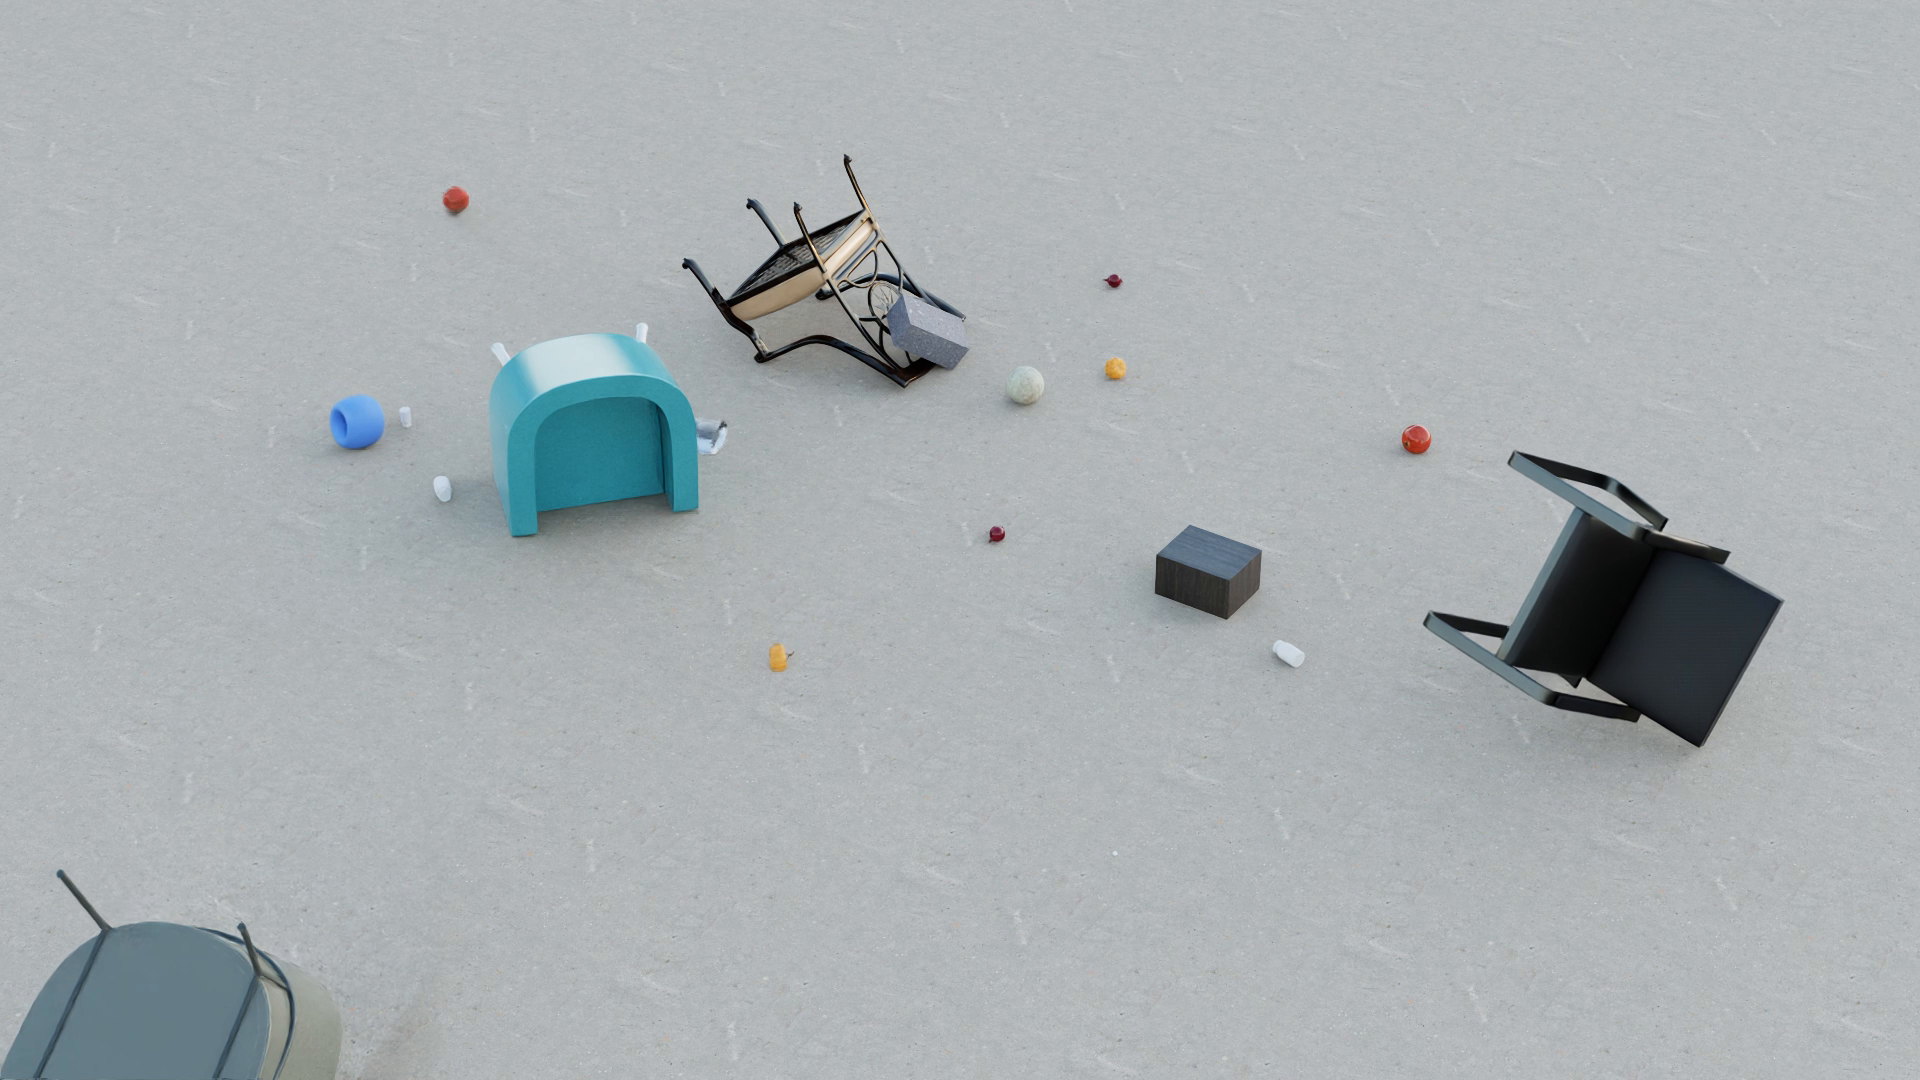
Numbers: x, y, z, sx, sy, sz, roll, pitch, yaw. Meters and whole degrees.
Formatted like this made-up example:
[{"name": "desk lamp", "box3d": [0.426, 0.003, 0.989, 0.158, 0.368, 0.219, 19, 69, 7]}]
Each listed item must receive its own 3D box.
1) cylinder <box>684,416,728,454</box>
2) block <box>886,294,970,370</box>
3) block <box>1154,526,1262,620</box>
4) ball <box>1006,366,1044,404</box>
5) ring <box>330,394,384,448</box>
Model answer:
[{"name": "cylinder", "box3d": [-0.993, -0.410, 11.473, 0.108, 0.103, 0.187, 9, 36, 14]}, {"name": "block", "box3d": [-0.132, -0.849, 11.964, 0.295, 0.125, 0.198, 21, 35, -30]}, {"name": "block", "box3d": [0.899, 0.115, 10.616, 0.301, 0.169, 0.238, 20, 38, 28]}, {"name": "ball", "box3d": [0.261, -0.621, 11.749, 0.153, 0.153, 0.153, 0, 33, 0]}, {"name": "ring", "box3d": [-2.357, -0.465, 11.467, 0.161, 0.221, 0.198, -17, 61, -37]}]
